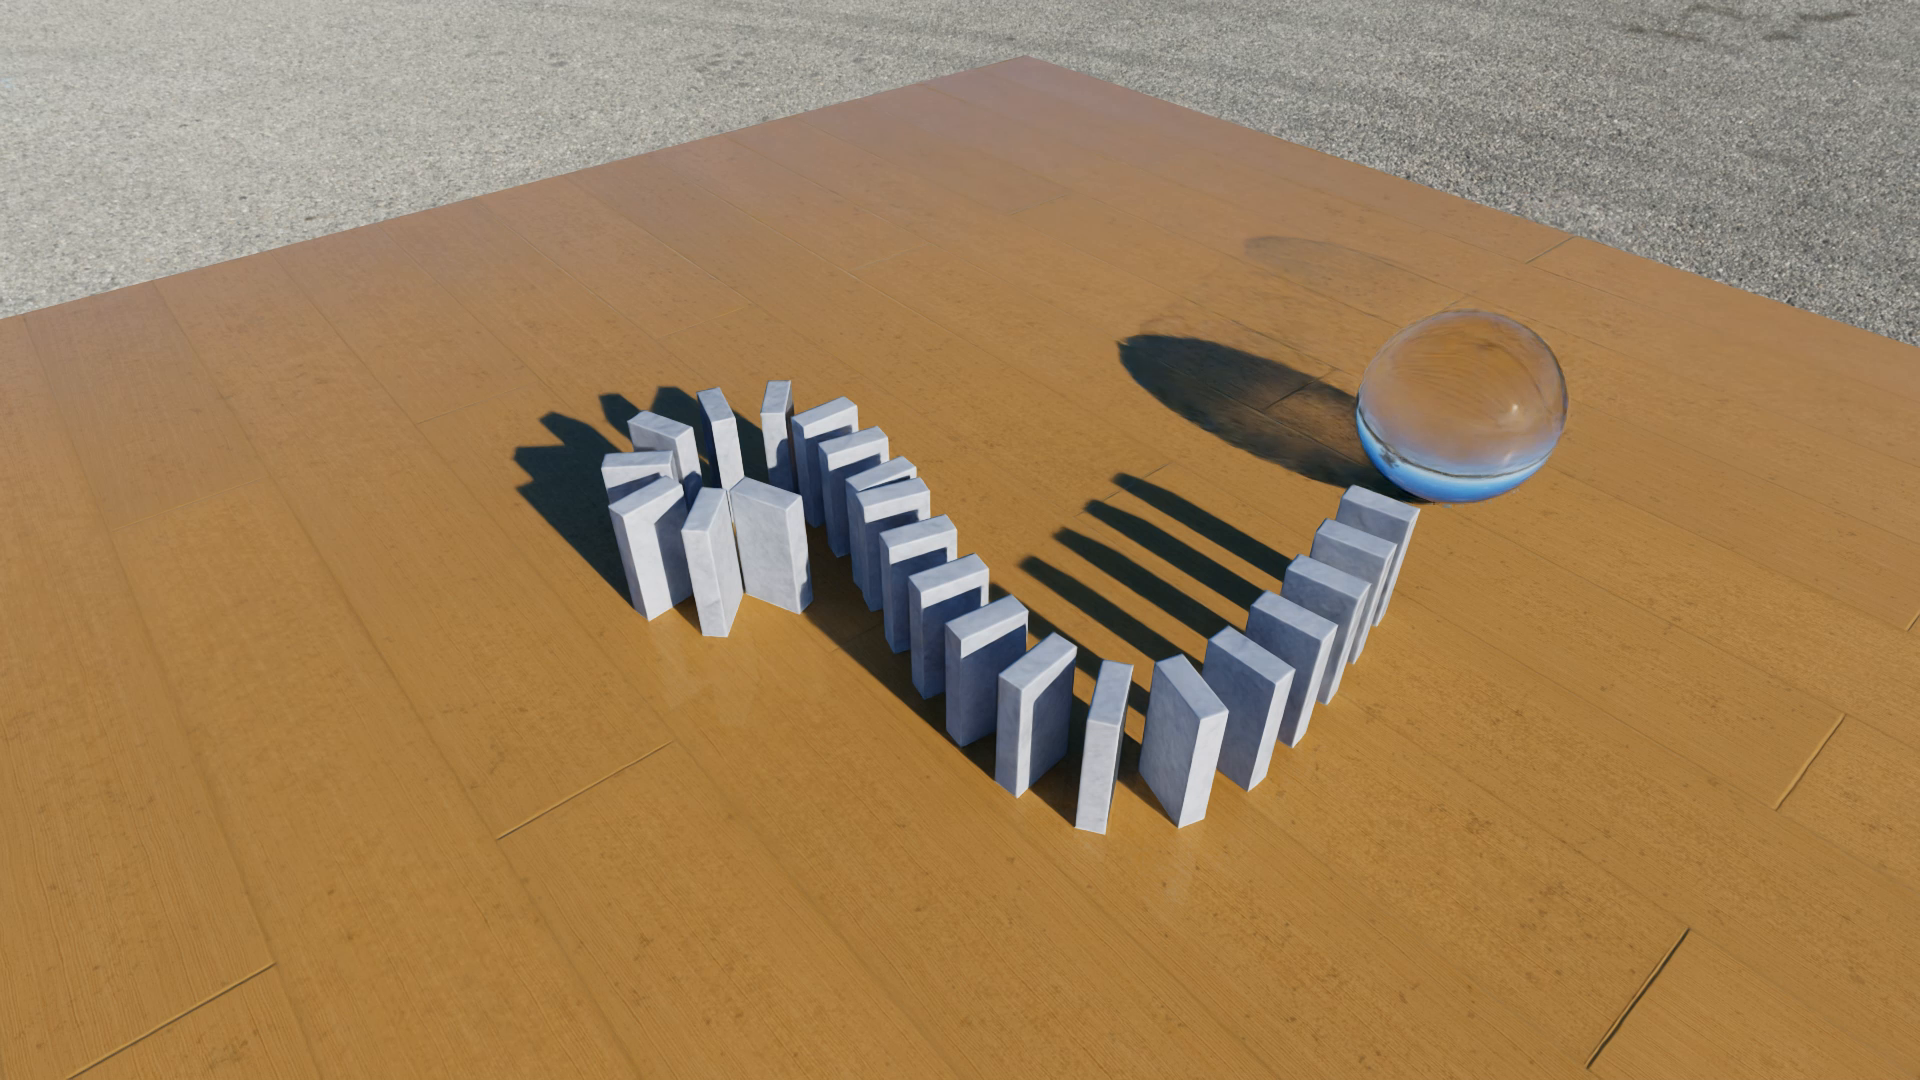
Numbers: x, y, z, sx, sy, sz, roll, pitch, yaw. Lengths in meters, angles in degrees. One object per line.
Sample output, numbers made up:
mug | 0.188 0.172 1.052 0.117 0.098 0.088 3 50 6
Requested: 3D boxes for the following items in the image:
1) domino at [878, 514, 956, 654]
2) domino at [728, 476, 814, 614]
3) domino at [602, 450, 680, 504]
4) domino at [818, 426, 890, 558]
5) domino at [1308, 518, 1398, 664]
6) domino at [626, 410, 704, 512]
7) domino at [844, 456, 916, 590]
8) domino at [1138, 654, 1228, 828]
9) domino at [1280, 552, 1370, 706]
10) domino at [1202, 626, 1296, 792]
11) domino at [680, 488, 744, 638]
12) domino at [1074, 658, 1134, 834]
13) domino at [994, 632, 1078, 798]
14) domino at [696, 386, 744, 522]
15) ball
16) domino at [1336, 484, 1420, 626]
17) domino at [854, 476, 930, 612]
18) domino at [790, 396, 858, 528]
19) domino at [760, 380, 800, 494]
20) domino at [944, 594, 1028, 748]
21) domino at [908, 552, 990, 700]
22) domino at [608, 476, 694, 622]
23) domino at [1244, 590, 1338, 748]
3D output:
domino | -0.014 0.016 0.392 0.025 0.050 0.009 -16 42 -19
domino | -0.070 0.003 0.408 0.025 0.050 0.010 19 43 21
domino | -0.120 -0.011 0.425 0.025 0.050 0.009 -3 39 -4
domino | -0.041 -0.019 0.434 0.025 0.050 0.010 -19 43 -22
domino | 0.134 0.019 0.389 0.025 0.050 0.010 25 45 27
domino | -0.117 -0.026 0.443 0.025 0.050 0.009 20 43 23
domino | -0.029 -0.005 0.418 0.025 0.050 0.009 -25 46 -27
domino | 0.067 0.062 0.336 0.009 0.050 0.025 -15 42 -18
domino | 0.120 0.031 0.374 0.025 0.050 0.010 26 46 28
domino | 0.088 0.054 0.346 0.009 0.050 0.025 -29 47 -31
domino | -0.090 0.008 0.401 0.009 0.050 0.025 3 39 4
domino | 0.044 0.063 0.334 0.010 0.050 0.025 10 40 12
domino | 0.023 0.055 0.344 0.010 0.050 0.025 31 49 32
domino | -0.097 -0.035 0.454 0.010 0.050 0.025 -16 42 -18
ball | 0.206 -0.055 0.455 0.080 0.080 0.080 0 39 0
domino | 0.149 0.006 0.404 0.025 0.050 0.009 25 46 27
domino | -0.024 0.002 0.409 0.025 0.050 0.009 -15 42 -18
domino | -0.054 -0.032 0.450 0.025 0.050 0.009 -27 46 -29
domino | -0.074 -0.038 0.458 0.009 0.050 0.025 -1 39 -1
domino | 0.008 0.043 0.359 0.025 0.050 0.009 -22 44 -25
domino | -0.004 0.030 0.375 0.025 0.050 0.009 -19 43 -22
domino | -0.112 0.003 0.407 0.009 0.050 0.025 30 48 31
domino | 0.104 0.043 0.359 0.025 0.050 0.009 29 48 31
